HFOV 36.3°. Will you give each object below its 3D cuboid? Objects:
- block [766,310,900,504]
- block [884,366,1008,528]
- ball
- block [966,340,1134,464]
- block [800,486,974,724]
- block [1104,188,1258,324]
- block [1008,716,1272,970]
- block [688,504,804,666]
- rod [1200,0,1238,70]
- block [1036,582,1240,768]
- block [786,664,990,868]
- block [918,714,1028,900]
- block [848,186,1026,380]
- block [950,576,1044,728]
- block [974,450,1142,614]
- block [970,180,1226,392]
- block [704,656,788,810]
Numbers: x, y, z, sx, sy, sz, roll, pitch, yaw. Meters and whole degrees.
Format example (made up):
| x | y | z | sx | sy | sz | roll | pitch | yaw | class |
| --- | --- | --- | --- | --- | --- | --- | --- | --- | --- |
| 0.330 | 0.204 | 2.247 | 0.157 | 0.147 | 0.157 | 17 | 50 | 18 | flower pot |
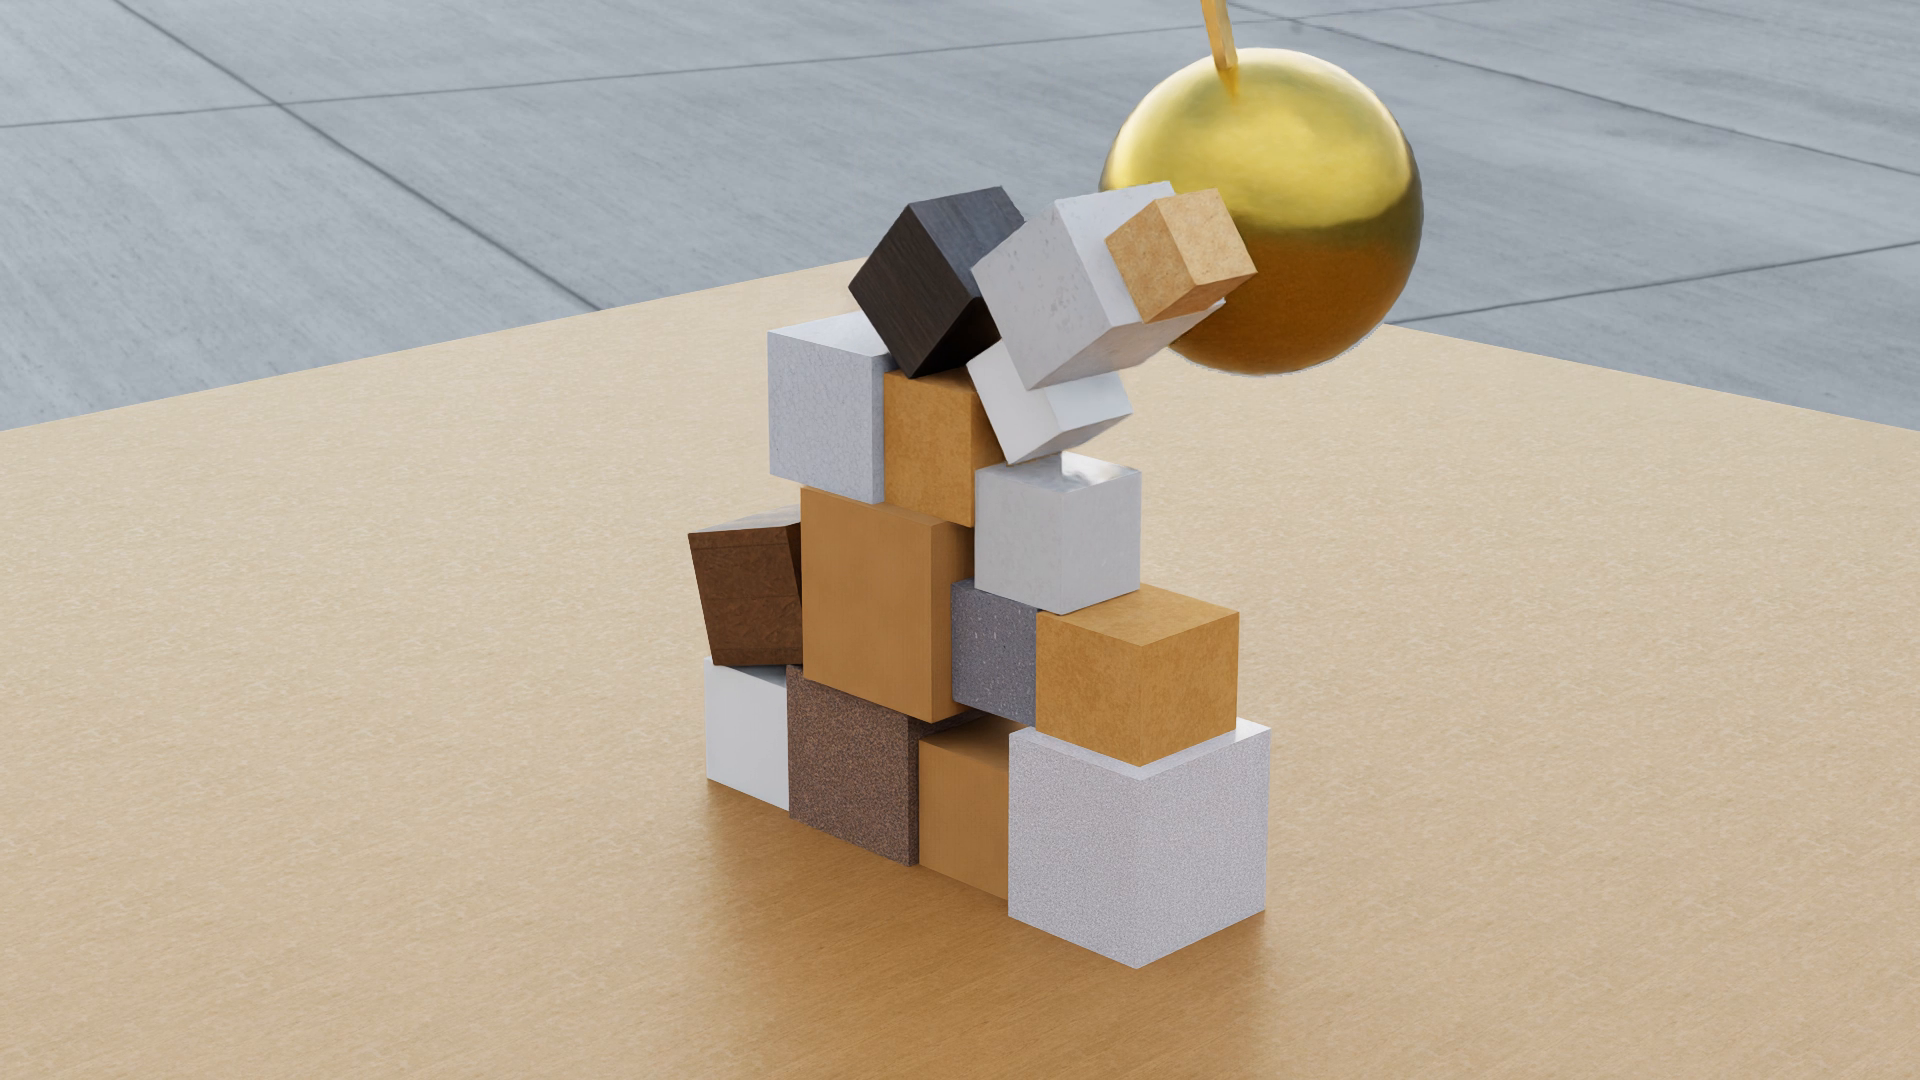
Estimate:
| x | y | z | sx | sy | sz | roll | pitch | yaw | class |
| --- | --- | --- | --- | --- | --- | --- | --- | --- | --- |
| -0.378 | -0.637 | 13.554 | 0.739 | 0.683 | 0.698 | -17 | 24 | -42 | block |
| 0.060 | -0.461 | 13.133 | 0.582 | 0.600 | 0.546 | -17 | 24 | -42 | block |
| 1.467 | -1.604 | 14.375 | 1.600 | 1.600 | 1.600 | 0 | 17 | 0 | ball |
| 0.389 | -0.658 | 12.691 | 0.452 | 0.483 | 0.380 | -17 | -10 | -42 | block |
| -0.152 | 0.206 | 13.553 | 0.787 | 0.925 | 0.855 | -17 | 24 | -42 | block |
| 0.904 | -1.165 | 12.010 | 0.377 | 0.395 | 0.343 | -16 | -13 | -41 | block |
| 0.788 | 1.247 | 12.932 | 0.861 | 0.866 | 0.762 | -17 | 24 | -42 | block |
| -0.773 | 0.202 | 14.220 | 0.675 | 0.662 | 0.734 | -17 | 9 | -43 | block |
| 0.636 | -4.398 | 12.626 | 0.080 | 5.200 | 0.080 | 17 | 44 | 42 | rod |
| 0.770 | 0.571 | 12.735 | 0.636 | 0.542 | 0.605 | -17 | 24 | -42 | block |
| -0.272 | 0.975 | 13.945 | 0.728 | 0.777 | 0.827 | -17 | 24 | -42 | block |
| 0.273 | 1.211 | 13.462 | 0.628 | 0.617 | 0.677 | -17 | 24 | -42 | block |
| -0.022 | -1.142 | 12.990 | 0.579 | 0.582 | 0.528 | -17 | 67 | -43 | block |
| 0.339 | 0.453 | 13.110 | 0.534 | 0.550 | 0.530 | -17 | 23 | -42 | block |
| 0.429 | -0.044 | 12.857 | 0.506 | 0.542 | 0.523 | -17 | 24 | -42 | block |
| 0.581 | -1.073 | 12.366 | 0.693 | 0.584 | 0.607 | -15 | -13 | -41 | block |
| -0.807 | 0.886 | 14.476 | 0.617 | 0.630 | 0.663 | -17 | 24 | -42 | block |
